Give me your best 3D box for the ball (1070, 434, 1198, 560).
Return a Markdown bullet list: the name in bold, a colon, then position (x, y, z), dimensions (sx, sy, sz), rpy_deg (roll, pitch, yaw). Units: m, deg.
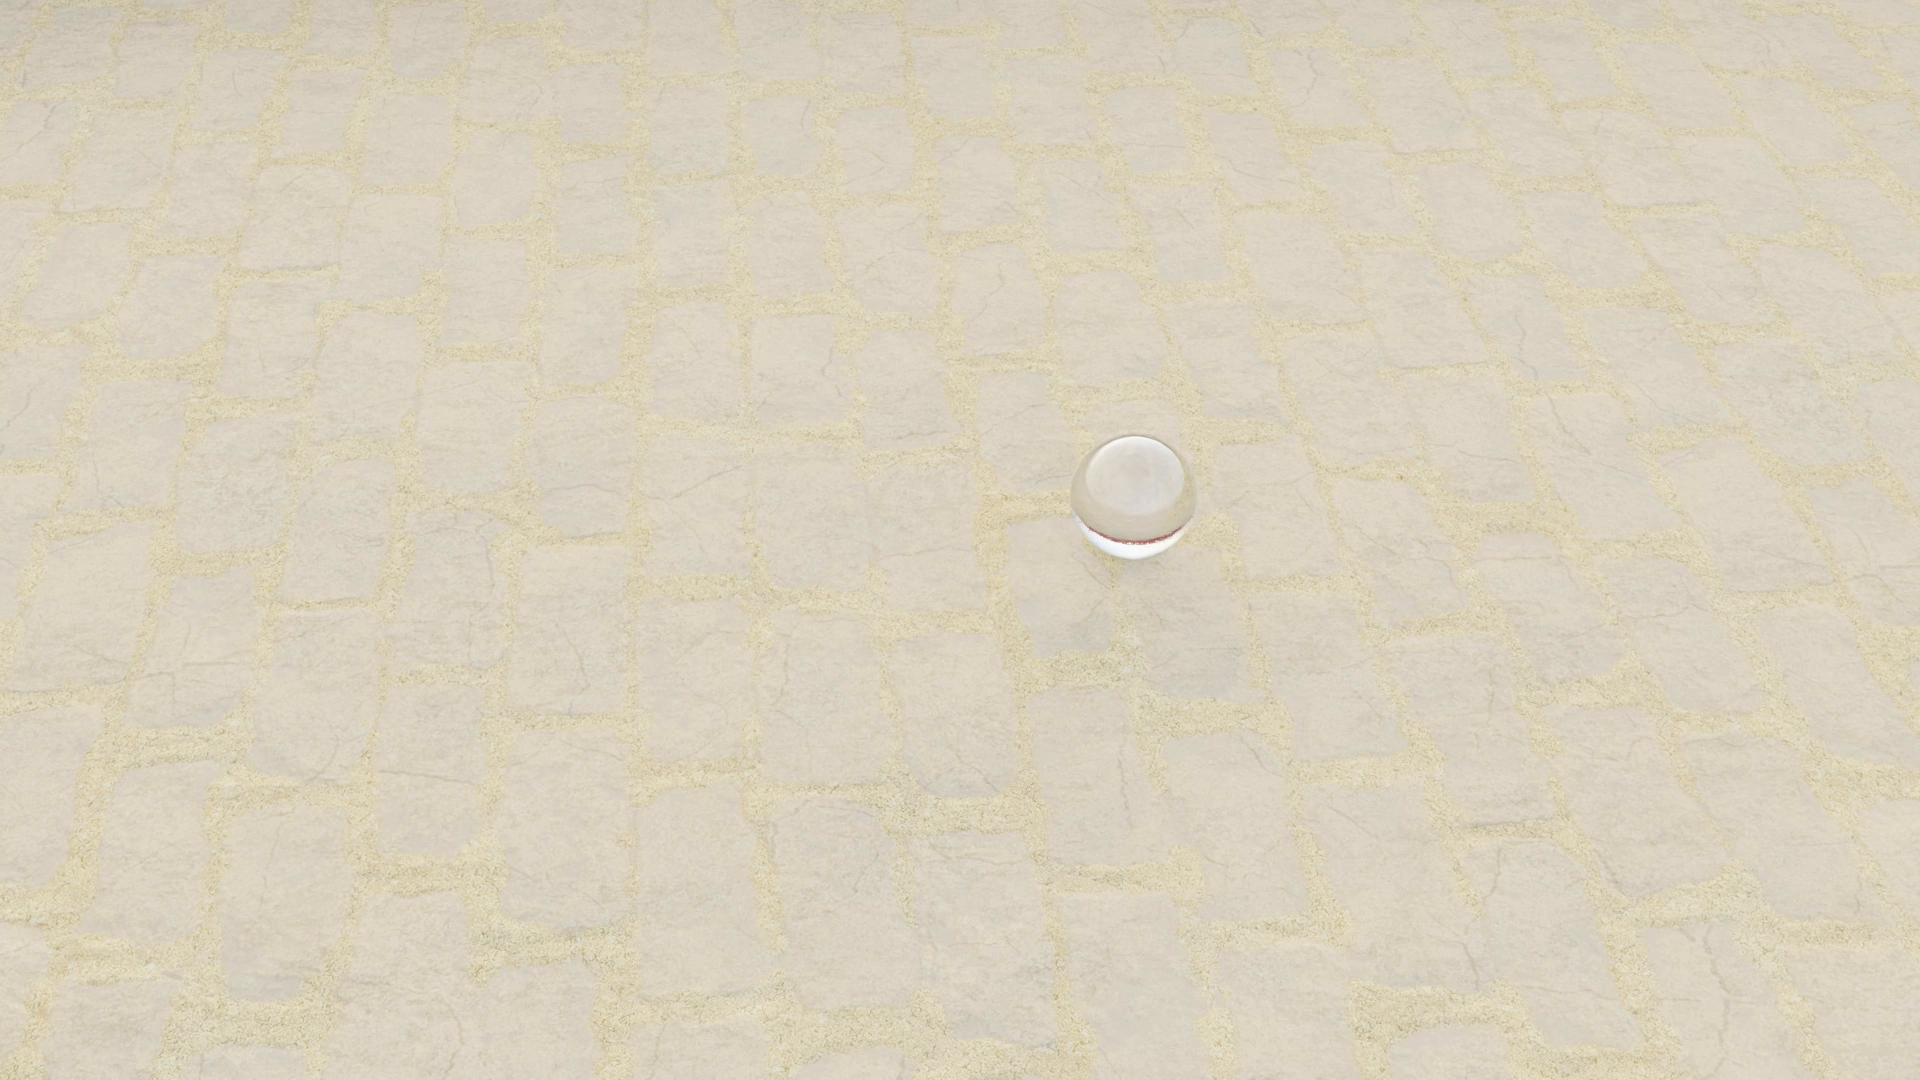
- **ball**: position (0.104, -0.026, 1.534), dimensions (0.076, 0.076, 0.076), rpy_deg (0, 37, 0)
